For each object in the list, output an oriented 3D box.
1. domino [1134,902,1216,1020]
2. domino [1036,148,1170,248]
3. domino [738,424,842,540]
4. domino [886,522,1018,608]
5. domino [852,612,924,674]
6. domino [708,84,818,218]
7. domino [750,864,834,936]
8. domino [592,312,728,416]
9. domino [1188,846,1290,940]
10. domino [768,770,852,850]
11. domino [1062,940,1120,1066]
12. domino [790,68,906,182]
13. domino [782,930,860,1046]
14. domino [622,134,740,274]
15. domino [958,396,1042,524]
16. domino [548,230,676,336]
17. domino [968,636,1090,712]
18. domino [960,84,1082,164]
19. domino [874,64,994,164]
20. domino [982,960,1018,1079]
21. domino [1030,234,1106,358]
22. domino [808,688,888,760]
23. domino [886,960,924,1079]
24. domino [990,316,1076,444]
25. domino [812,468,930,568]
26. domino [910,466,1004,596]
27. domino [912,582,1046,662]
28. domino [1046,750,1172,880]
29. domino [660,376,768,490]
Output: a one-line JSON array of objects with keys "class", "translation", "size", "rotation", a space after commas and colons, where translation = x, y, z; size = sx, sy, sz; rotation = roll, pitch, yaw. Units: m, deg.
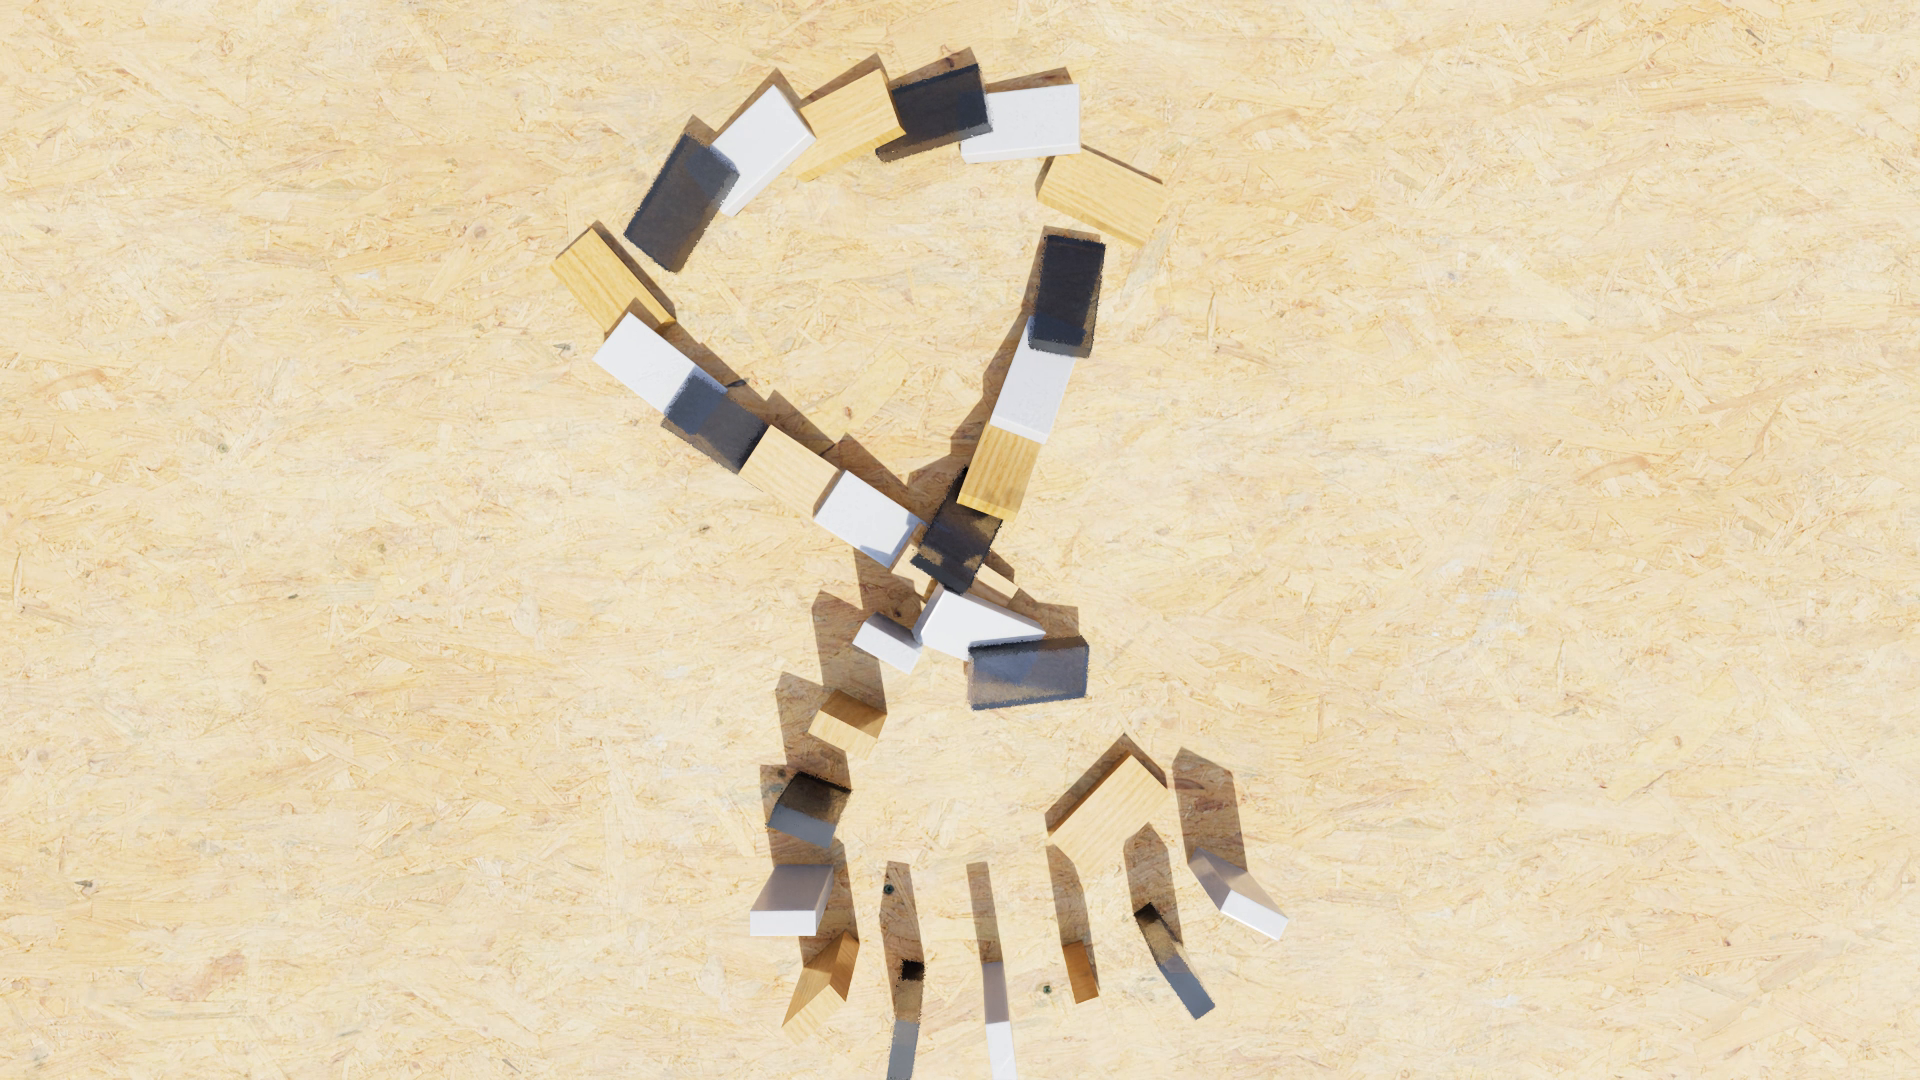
[{"class": "domino", "translation": [0.087, 0.171, 0.375], "size": [0.010, 0.050, 0.025], "rotation": [-35, 90, 0]}, {"class": "domino", "translation": [0.062, -0.149, 0.395], "size": [0.050, 0.010, 0.025], "rotation": [25, 90, 0]}, {"class": "domino", "translation": [-0.066, -0.024, 0.389], "size": [0.050, 0.009, 0.025], "rotation": [33, 90, -15]}, {"class": "domino", "translation": [-0.003, 0.017, 0.389], "size": [0.050, 0.010, 0.025], "rotation": [33, 90, -14]}, {"class": "domino", "translation": [-0.028, 0.041, 0.375], "size": [0.025, 0.050, 0.009], "rotation": [29, 90, 0]}, {"class": "domino", "translation": [-0.088, -0.164, 0.389], "size": [0.050, 0.009, 0.025], "rotation": [-36, 90, 15]}, {"class": "domino", "translation": [-0.068, 0.146, 0.375], "size": [0.025, 0.050, 0.010], "rotation": [0, 90, 0]}, {"class": "domino", "translation": [-0.127, -0.070, 0.389], "size": [0.050, 0.009, 0.025], "rotation": [39, 90, -14]}, {"class": "domino", "translation": [0.113, 0.143, 0.375], "size": [0.025, 0.050, 0.010], "rotation": [27, 90, 0]}, {"class": "domino", "translation": [-0.060, 0.109, 0.375], "size": [0.025, 0.050, 0.009], "rotation": [21, 90, 0]}, {"class": "domino", "translation": [0.053, 0.188, 0.375], "size": [0.010, 0.050, 0.025], "rotation": [-19, 90, 0]}, {"class": "domino", "translation": [-0.051, -0.175, 0.389], "size": [0.050, 0.009, 0.025], "rotation": [-19, 90, 15]}, {"class": "domino", "translation": [-0.056, 0.182, 0.375], "size": [0.025, 0.050, 0.009], "rotation": [-42, 90, 0]}, {"class": "domino", "translation": [-0.118, -0.142, 0.389], "size": [0.025, 0.009, 0.050], "rotation": [39, 104, 2]}, {"class": "domino", "translation": [0.019, -0.034, 0.385], "size": [0.025, 0.009, 0.050], "rotation": [20, 65, 0]}, {"class": "domino", "translation": [-0.150, -0.106, 0.395], "size": [0.025, 0.010, 0.050], "rotation": [-42, 90, 0]}, {"class": "domino", "translation": [0.029, 0.056, 0.386], "size": [0.050, 0.009, 0.025], "rotation": [-5, 113, -12]}, {"class": "domino", "translation": [0.026, -0.177, 0.389], "size": [0.050, 0.009, 0.025], "rotation": [0, 90, 14]}, {"class": "domino", "translation": [-0.013, -0.181, 0.389], "size": [0.050, 0.010, 0.025], "rotation": [-10, 90, 15]}, {"class": "domino", "translation": [0.016, 0.197, 0.375], "size": [0.010, 0.050, 0.025], "rotation": [-8, 90, 0]}, {"class": "domino", "translation": [0.046, -0.103, 0.389], "size": [0.025, 0.010, 0.050], "rotation": [9, 74, 0]}, {"class": "domino", "translation": [-0.045, 0.075, 0.375], "size": [0.025, 0.050, 0.010], "rotation": [27, 90, 0]}, {"class": "domino", "translation": [-0.022, 0.197, 0.375], "size": [0.009, 0.050, 0.025], "rotation": [9, 90, 0]}, {"class": "domino", "translation": [0.033, -0.068, 0.388], "size": [0.025, 0.009, 0.050], "rotation": [21, 73, 0]}, {"class": "domino", "translation": [-0.035, -0.006, 0.389], "size": [0.050, 0.010, 0.025], "rotation": [34, 90, -15]}, {"class": "domino", "translation": [0.001, -0.004, 0.380], "size": [0.025, 0.009, 0.050], "rotation": [33, 55, -8]}, {"class": "domino", "translation": [0.008, 0.038, 0.384], "size": [0.050, 0.010, 0.025], "rotation": [24, 104, -22]}, {"class": "domino", "translation": [0.064, 0.118, 0.395], "size": [0.025, 0.009, 0.050], "rotation": [45, 90, 0]}, {"class": "domino", "translation": [-0.098, -0.045, 0.389], "size": [0.050, 0.009, 0.025], "rotation": [34, 90, -15]}]
